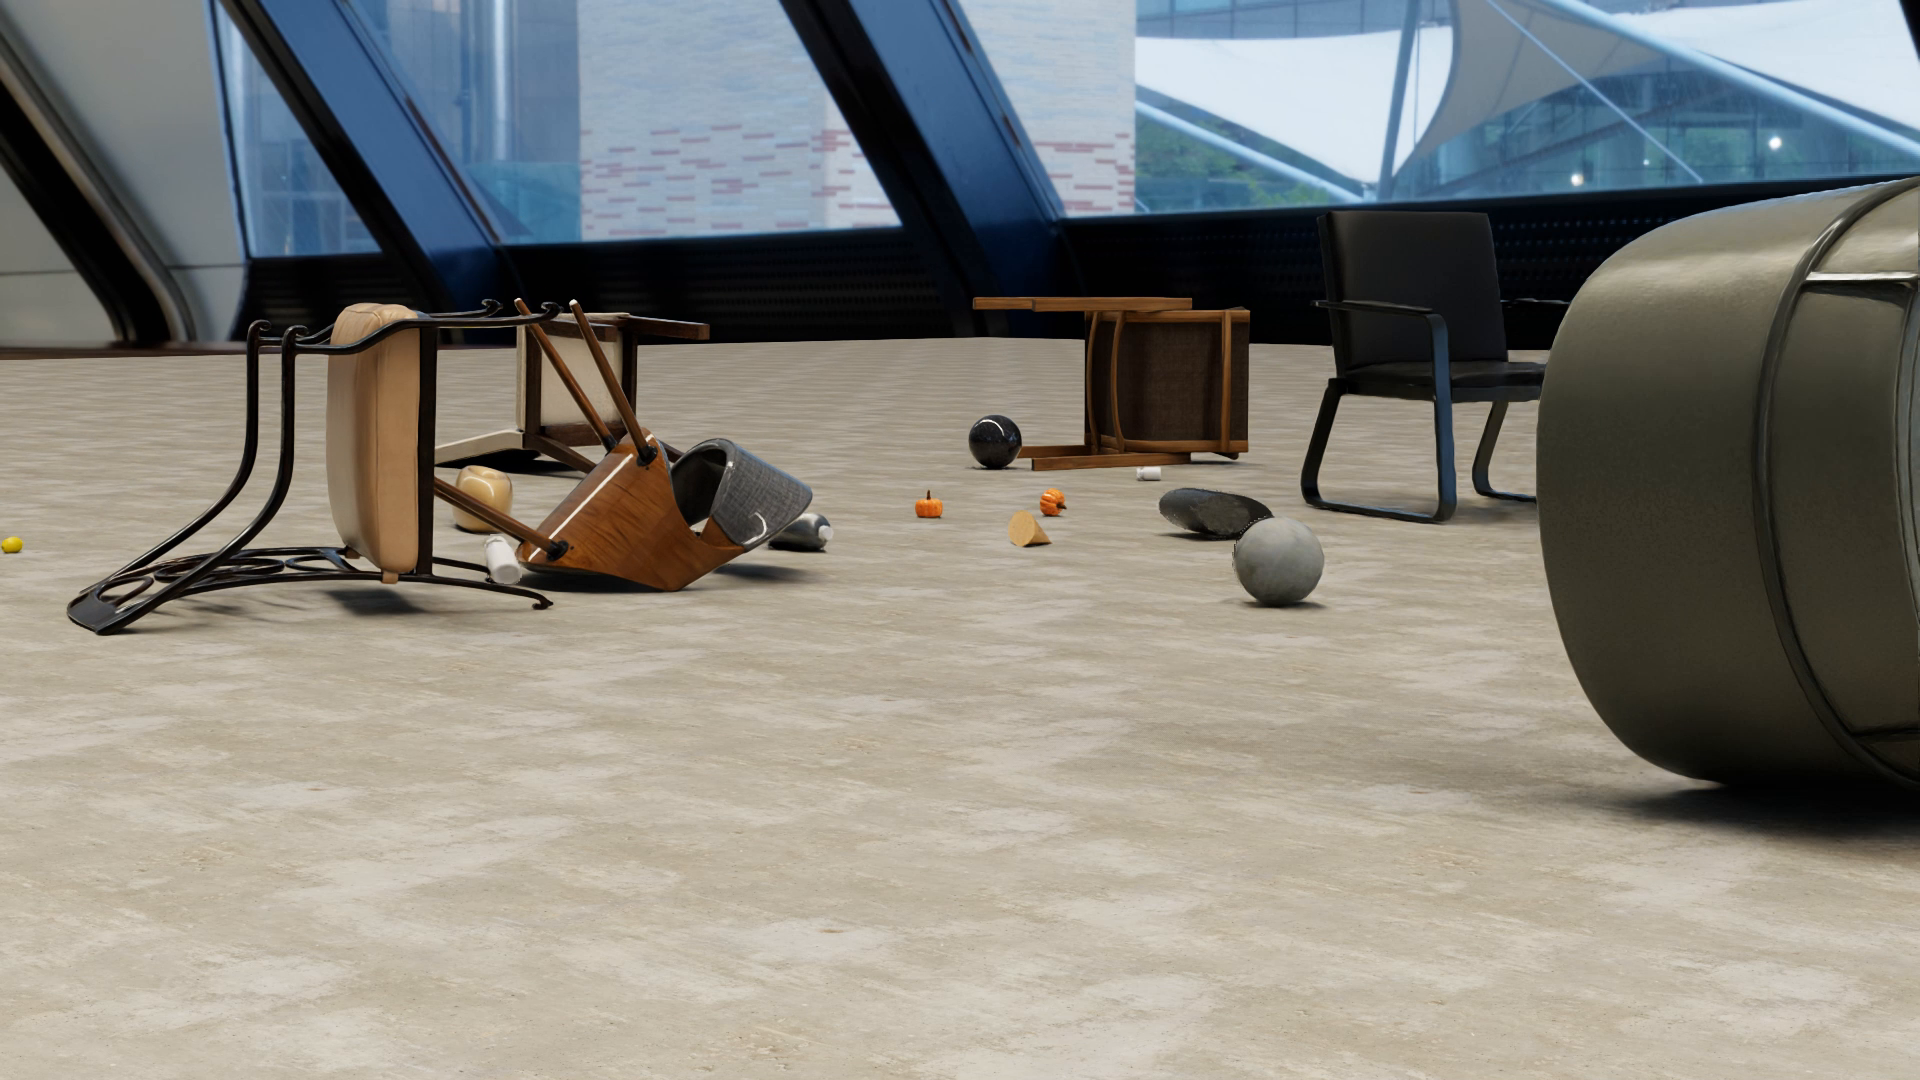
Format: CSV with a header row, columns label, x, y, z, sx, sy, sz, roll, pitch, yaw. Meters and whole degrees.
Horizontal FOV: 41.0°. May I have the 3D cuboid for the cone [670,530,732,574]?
label,x,y,z,sx,sy,sz,roll,pitch,yaw
cone,-0.614,0.047,5.752,0.156,0.081,0.159,13,25,17

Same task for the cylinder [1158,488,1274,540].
label,x,y,z,sx,sy,sz,roll,pitch,yaw
cylinder,0.648,-0.067,6.494,0.228,0.110,0.197,10,1,-25

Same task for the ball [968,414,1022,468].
label,x,y,z,sx,sy,sz,roll,pitch,yaw
ball,0.120,-0.338,8.786,0.185,0.185,0.185,0,6,0

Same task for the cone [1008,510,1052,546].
label,x,y,z,sx,sy,sz,roll,pitch,yaw
cone,0.190,-0.010,6.313,0.092,0.085,0.172,26,8,-22

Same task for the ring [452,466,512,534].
label,x,y,z,sx,sy,sz,roll,pitch,yaw
ring,-1.253,-0.106,6.728,0.150,0.147,0.435,8,6,-17

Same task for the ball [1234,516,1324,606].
label,x,y,z,sx,sy,sz,roll,pitch,yaw
ball,0.640,0.042,5.138,0.178,0.178,0.178,0,6,0
